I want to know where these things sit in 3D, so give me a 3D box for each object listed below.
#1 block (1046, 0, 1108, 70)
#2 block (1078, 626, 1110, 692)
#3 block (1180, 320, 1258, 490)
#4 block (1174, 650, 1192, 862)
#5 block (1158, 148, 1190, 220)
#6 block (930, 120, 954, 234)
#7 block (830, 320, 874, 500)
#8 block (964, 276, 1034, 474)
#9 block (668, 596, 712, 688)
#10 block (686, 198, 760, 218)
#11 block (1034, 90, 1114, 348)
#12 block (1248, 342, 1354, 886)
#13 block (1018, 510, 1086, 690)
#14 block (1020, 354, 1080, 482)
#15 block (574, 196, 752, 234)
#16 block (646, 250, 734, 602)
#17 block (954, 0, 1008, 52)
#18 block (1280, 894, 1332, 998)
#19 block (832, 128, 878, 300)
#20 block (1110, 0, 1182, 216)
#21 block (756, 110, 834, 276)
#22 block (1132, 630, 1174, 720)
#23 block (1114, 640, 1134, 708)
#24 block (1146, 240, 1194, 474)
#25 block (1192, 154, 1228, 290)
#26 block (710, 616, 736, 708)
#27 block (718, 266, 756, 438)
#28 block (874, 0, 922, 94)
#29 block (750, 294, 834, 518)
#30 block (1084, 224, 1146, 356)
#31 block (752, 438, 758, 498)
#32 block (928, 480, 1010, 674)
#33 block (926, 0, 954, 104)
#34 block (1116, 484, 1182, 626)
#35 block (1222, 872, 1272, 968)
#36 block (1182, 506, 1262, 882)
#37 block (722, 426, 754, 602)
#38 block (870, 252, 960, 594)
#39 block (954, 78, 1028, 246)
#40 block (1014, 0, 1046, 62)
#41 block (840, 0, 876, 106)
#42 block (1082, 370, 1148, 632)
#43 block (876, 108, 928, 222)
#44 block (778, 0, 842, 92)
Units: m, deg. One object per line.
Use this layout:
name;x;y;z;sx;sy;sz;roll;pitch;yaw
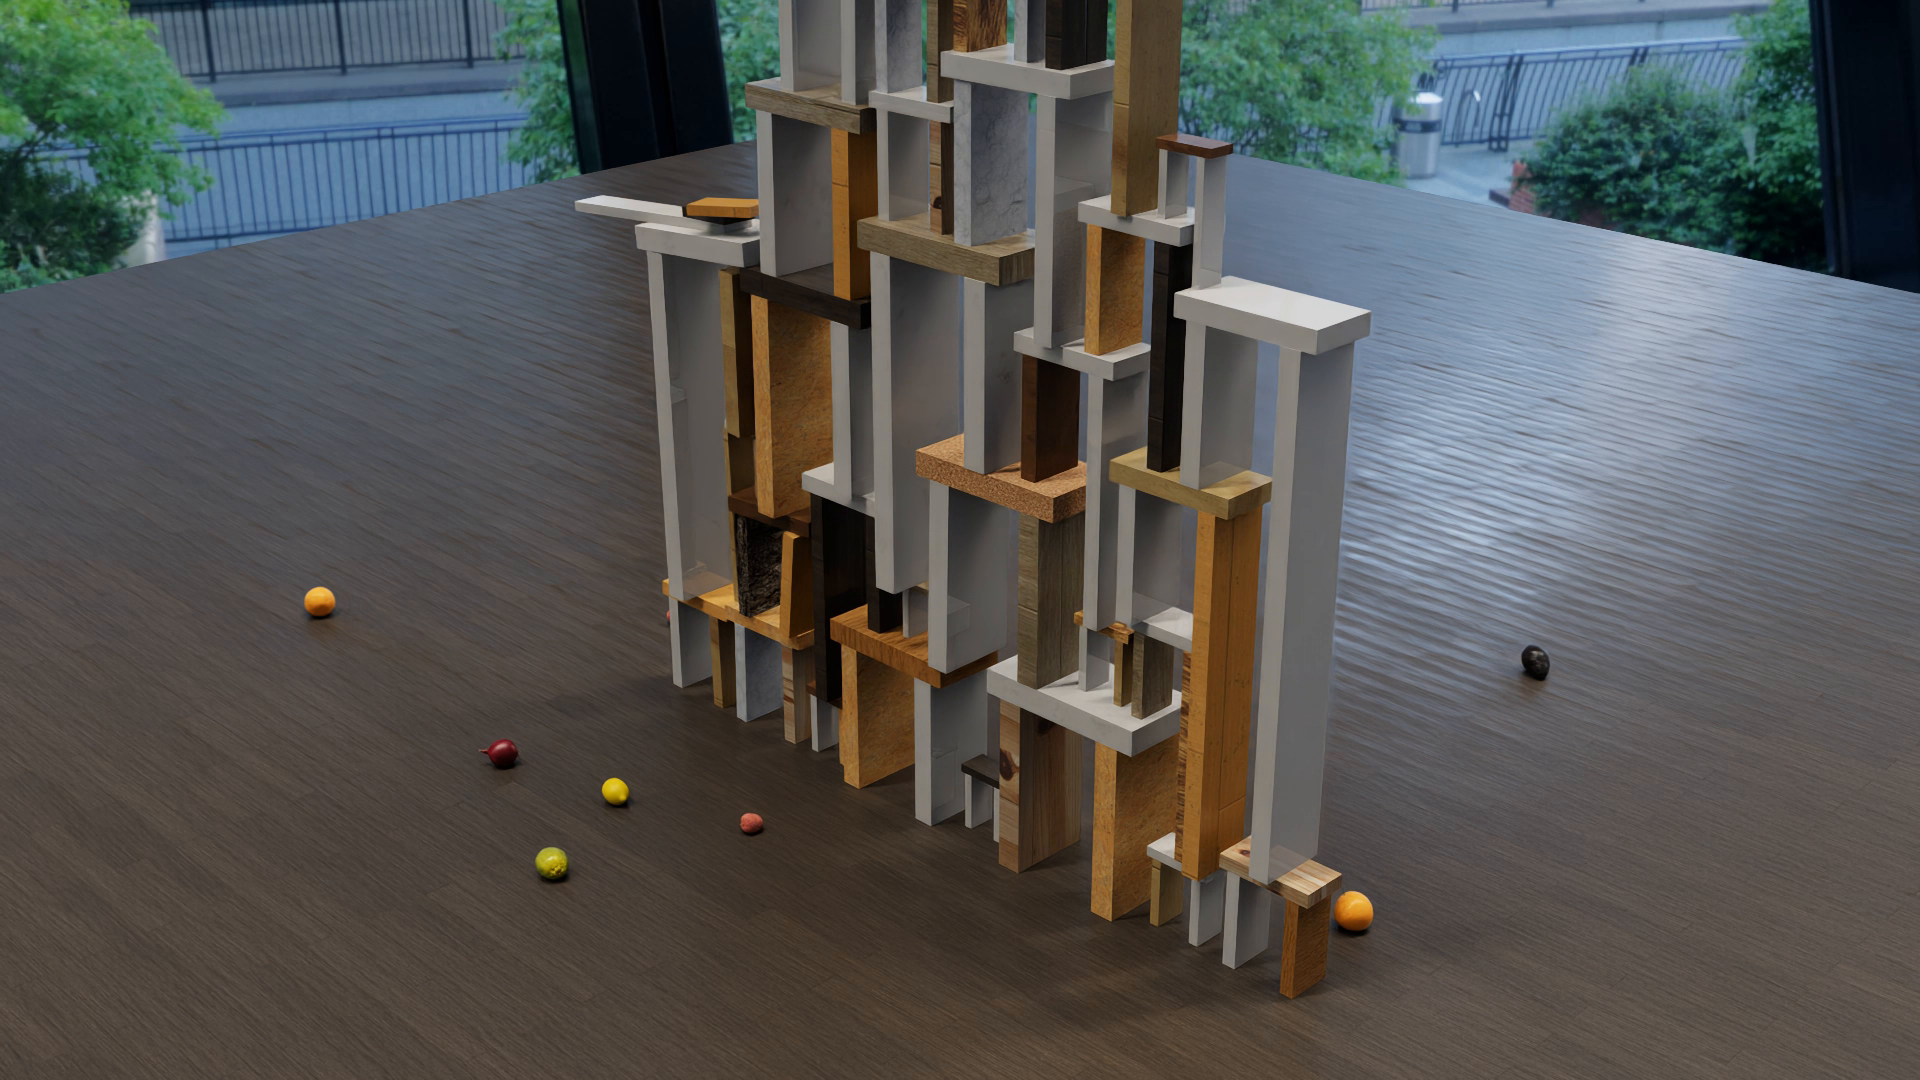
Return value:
block;0.194;-0.906;3.630;0.034;0.239;0.120;20;30;38
block;0.248;0.208;4.051;0.065;0.130;0.018;-21;31;-41
block;0.432;-0.239;3.655;0.040;0.285;0.143;21;31;40
block;0.427;0.377;3.924;0.085;0.422;0.024;-21;31;-41
block;0.349;-0.586;3.592;0.016;0.114;0.057;21;31;40
block;-0.008;-0.659;3.946;0.029;0.203;0.102;21;31;40
block;-0.167;-0.272;4.296;0.050;0.353;0.176;21;31;40
block;0.088;-0.316;3.989;0.051;0.360;0.180;21;31;40
block;-0.601;0.215;4.975;0.031;0.219;0.109;21;31;40
block;-0.462;-0.663;4.385;0.149;0.021;0.075;6;22;26
block;0.194;-0.556;3.772;0.041;0.433;0.146;21;31;40
block;0.566;0.126;3.663;0.143;0.964;0.040;-21;31;-41
block;0.184;0.089;4.060;0.171;0.343;0.049;-21;31;-40
block;0.163;-0.232;3.950;0.033;0.236;0.118;21;31;40
block;-0.624;-0.681;4.591;0.487;0.021;0.075;15;27;41
block;-0.565;-0.255;4.726;0.049;0.778;0.172;20;30;40
block;0.035;-0.953;3.774;0.030;0.212;0.106;19;29;38
block;0.608;0.700;3.864;0.097;0.194;0.027;-21;31;-41
block;-0.165;-0.626;4.139;0.160;0.320;0.045;-21;31;-41
block;0.304;-0.761;3.565;0.120;0.456;0.034;-20;30;-39
block;-0.316;-0.686;4.277;0.045;0.320;0.160;22;31;40
block;0.347;0.230;3.949;0.085;0.170;0.024;-21;31;-41
block;0.309;0.232;3.994;0.065;0.130;0.018;-21;31;-41
block;0.369;-0.316;3.693;0.113;0.397;0.032;-21;31;-40
block;0.404;-0.517;3.562;0.016;0.218;0.057;21;31;40
block;-0.498;0.253;4.883;0.109;0.219;0.031;-20;29;-39
block;-0.399;-0.395;4.497;0.172;0.345;0.049;-17;28;-34
block;-0.110;-0.907;3.953;0.027;0.191;0.095;18;29;36
block;-0.334;-0.289;4.474;0.176;0.466;0.050;-21;31;-40
block;0.265;-0.438;3.760;0.113;0.226;0.032;-21;31;-40
block;-0.397;-0.154;4.588;0.066;0.131;0.019;-15;27;-31
block;0.018;0.048;4.218;0.049;0.390;0.171;22;31;39
block;-0.016;-0.873;3.871;0.027;0.191;0.095;20;30;39
block;0.333;0.009;3.859;0.129;0.258;0.037;-21;31;-40
block;0.517;0.664;3.948;0.027;0.194;0.097;21;31;41
block;0.455;0.262;3.834;0.037;0.704;0.129;21;31;41
block;-0.463;-0.060;4.709;0.066;0.401;0.019;-17;27;-34
block;-0.083;-0.237;4.208;0.051;0.675;0.180;21;31;40
block;0.055;-0.676;3.874;0.041;0.292;0.146;21;31;40
block;0.140;-0.916;3.687;0.106;0.212;0.030;-21;31;-40
block;-0.158;-0.931;4.005;0.036;0.255;0.127;21;31;38
block;0.275;-0.077;3.896;0.118;0.478;0.033;-21;31;-40
block;-0.105;-0.695;4.033;0.029;0.203;0.102;21;31;40
block;-0.279;-0.977;4.111;0.036;0.255;0.127;21;31;40
